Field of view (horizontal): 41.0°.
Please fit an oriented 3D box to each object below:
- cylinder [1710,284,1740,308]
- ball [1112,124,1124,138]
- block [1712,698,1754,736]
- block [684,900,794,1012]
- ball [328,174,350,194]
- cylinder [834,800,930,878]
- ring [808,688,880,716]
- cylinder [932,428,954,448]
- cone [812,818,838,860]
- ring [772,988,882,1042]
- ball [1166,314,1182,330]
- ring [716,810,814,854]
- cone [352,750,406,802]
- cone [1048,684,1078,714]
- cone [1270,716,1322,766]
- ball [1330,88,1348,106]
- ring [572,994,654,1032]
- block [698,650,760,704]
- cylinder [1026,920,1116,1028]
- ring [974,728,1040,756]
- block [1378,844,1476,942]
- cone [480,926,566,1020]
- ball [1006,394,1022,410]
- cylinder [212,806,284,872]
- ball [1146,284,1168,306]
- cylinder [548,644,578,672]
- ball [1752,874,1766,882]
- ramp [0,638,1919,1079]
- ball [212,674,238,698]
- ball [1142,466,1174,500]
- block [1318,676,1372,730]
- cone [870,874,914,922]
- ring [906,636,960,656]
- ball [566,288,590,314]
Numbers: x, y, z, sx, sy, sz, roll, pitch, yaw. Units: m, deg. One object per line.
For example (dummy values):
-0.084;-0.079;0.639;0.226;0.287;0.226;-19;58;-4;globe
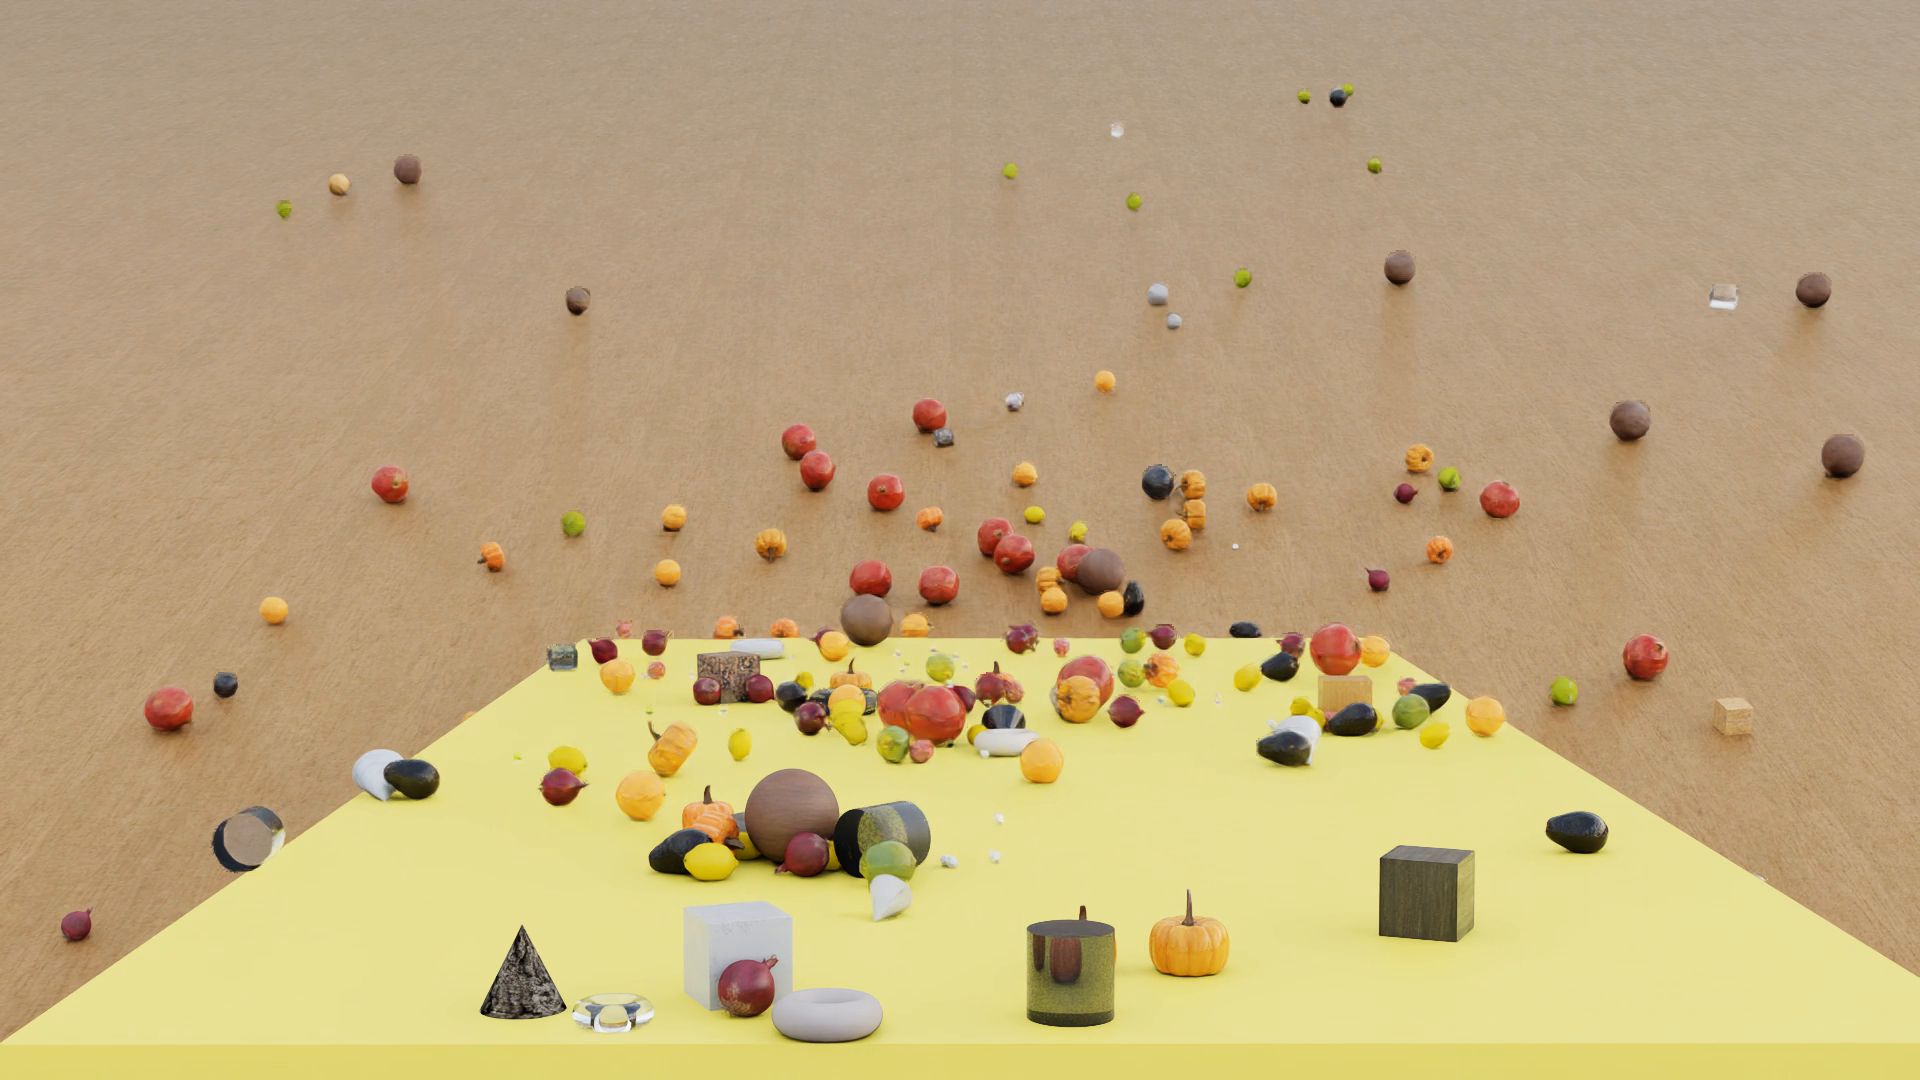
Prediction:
2.958;-0.942;9.938;0.092;0.092;0.092;2;18;32;cylinder
0.805;-2.093;13.132;0.065;0.065;0.065;0;20;0;ball
1.874;0.427;6.225;0.067;0.067;0.067;-3;20;-9;block
-0.236;0.440;2.724;0.092;0.092;0.092;-2;4;-23;block
-2.867;-1.641;11.847;0.098;0.098;0.098;0;20;0;ball
-0.103;0.397;3.412;0.091;0.091;0.091;18;15;41;cylinder
-0.227;0.318;5.052;0.143;0.048;0.143;-1;2;0;ring
-0.054;-0.331;8.321;0.054;0.054;0.054;-13;23;-13;cylinder
-0.182;0.423;3.525;0.058;0.058;0.058;4;31;11;cone
-0.133;0.476;2.577;0.112;0.037;0.112;0;2;0;ring
0.803;-0.821;9.655;0.059;0.059;0.059;0;20;0;ball
-0.273;0.409;3.594;0.139;0.046;0.139;-1;4;0;ring
-0.905;0.387;4.025;0.085;0.085;0.085;-6;32;-16;cone
0.197;0.327;5.060;0.061;0.061;0.061;5;31;14;cone
0.587;0.362;4.395;0.090;0.090;0.090;-3;31;-8;cone
2.052;-2.401;13.930;0.096;0.096;0.096;0;20;0;ball
-0.352;0.480;2.606;0.083;0.028;0.083;0;2;0;ring
-0.474;0.281;5.269;0.094;0.094;0.094;-3;4;-36;block
0.114;0.445;2.641;0.091;0.091;0.091;0;4;0;cylinder
0.083;0.356;4.514;0.118;0.039;0.118;-1;3;0;ring
0.554;0.419;3.047;0.093;0.093;0.093;2;4;24;block
-0.455;0.444;2.673;0.090;0.090;0.090;0;4;0;cone
0.183;-0.468;8.692;0.057;0.057;0.057;0;20;0;ball
-0.959;0.403;3.462;0.077;0.077;0.077;0;4;0;cylinder
0.769;-0.952;9.977;0.085;0.085;0.085;0;20;0;ball
-0.896;0.266;5.795;0.055;0.055;0.055;-5;20;-23;cylinder
1.673;0.731;5.412;0.053;0.053;0.053;0;20;0;ball
0.047;0.424;4.534;2.000;0.100;4.000;0;4;0;ramp
-1.834;0.363;6.410;0.060;0.060;0.060;0;20;0;ball
0.602;-0.174;7.825;0.099;0.099;0.099;0;20;0;ball
0.728;0.307;4.859;0.092;0.092;0.092;0;4;2;block
-0.094;0.448;3.125;0.057;0.057;0.057;7;33;20;cone
-0.066;0.270;6.185;0.131;0.044;0.131;2;21;-1;ring
-1.469;-0.920;9.874;0.095;0.095;0.095;0;20;0;ball
